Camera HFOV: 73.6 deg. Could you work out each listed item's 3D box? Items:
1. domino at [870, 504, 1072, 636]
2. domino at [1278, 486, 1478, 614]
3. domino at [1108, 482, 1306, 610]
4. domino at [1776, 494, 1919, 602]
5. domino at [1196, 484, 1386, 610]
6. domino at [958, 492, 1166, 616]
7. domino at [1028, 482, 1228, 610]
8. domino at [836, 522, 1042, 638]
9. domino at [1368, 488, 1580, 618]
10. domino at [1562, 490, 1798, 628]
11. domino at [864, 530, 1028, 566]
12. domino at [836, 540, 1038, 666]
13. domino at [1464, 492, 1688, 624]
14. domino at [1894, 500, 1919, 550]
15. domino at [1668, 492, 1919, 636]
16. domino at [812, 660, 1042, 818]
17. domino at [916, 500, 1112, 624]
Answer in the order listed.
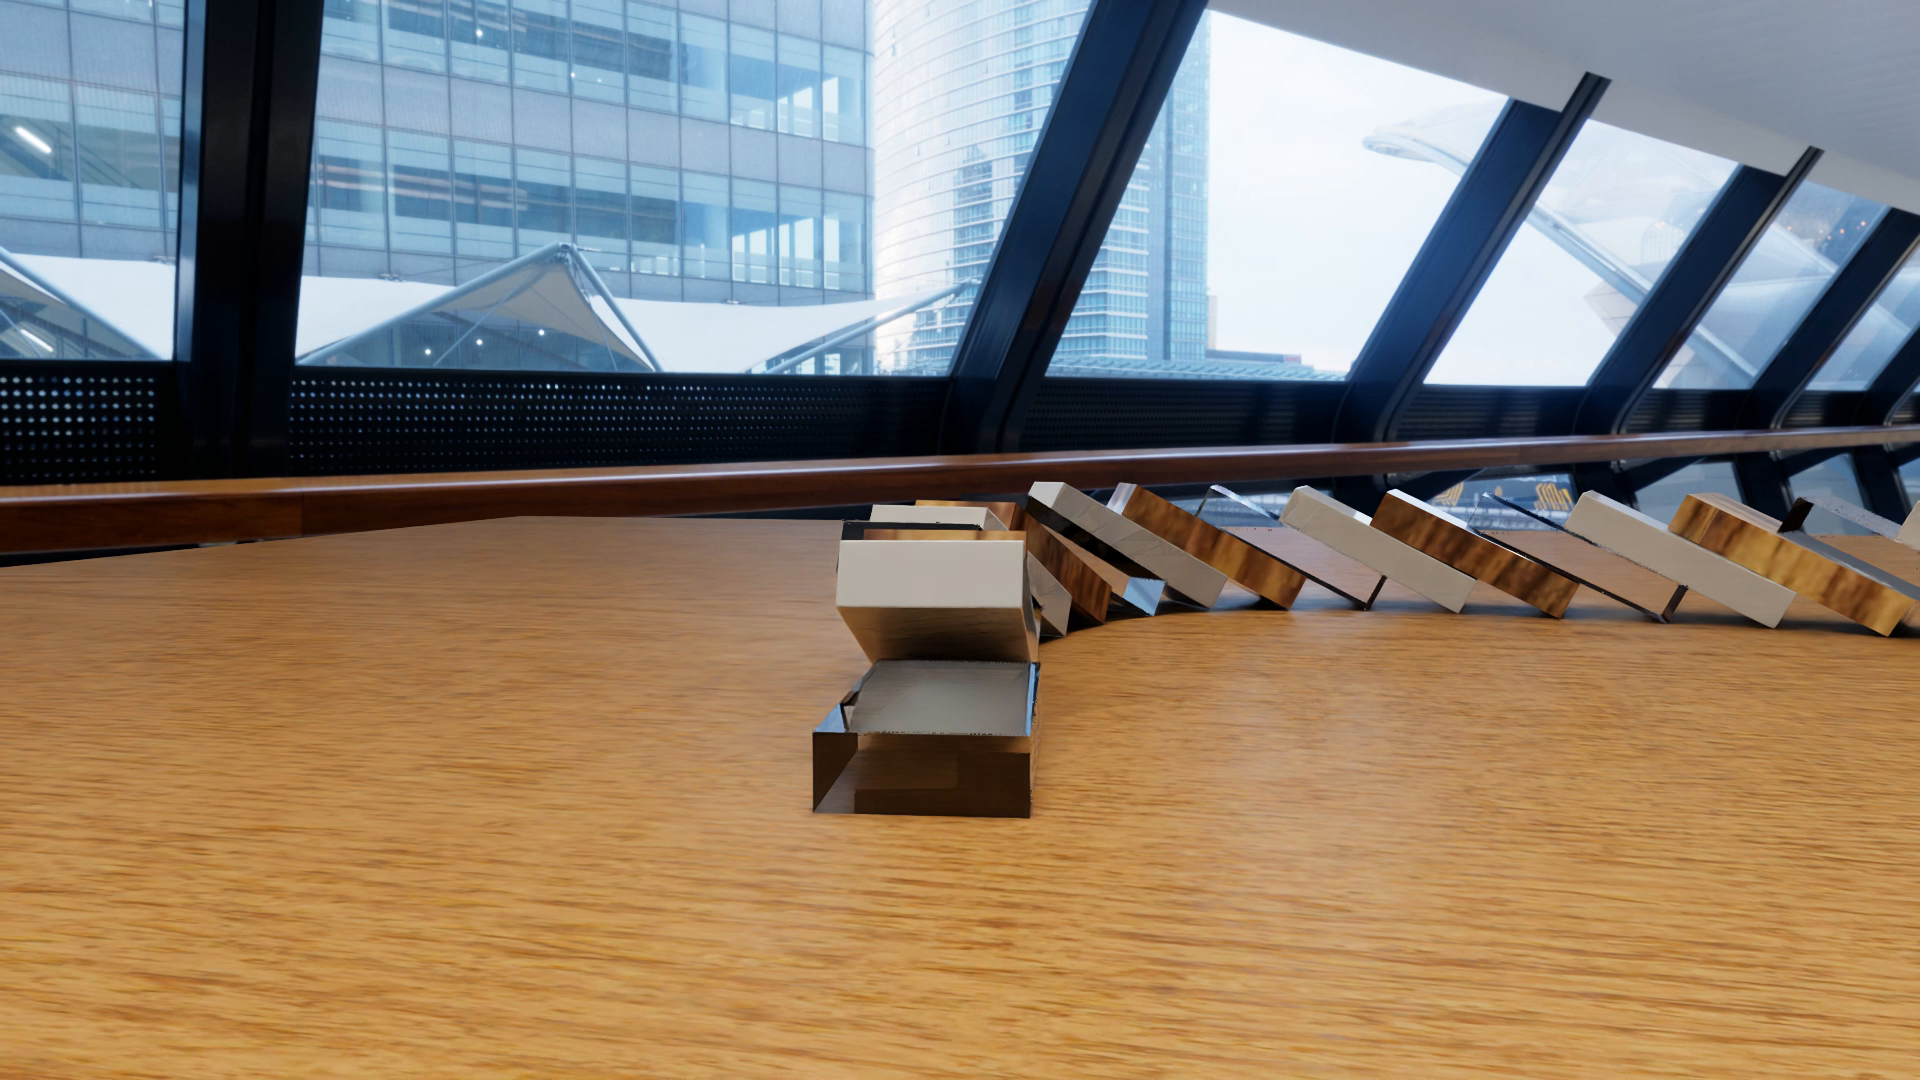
[{"bbox_3d":[0.003,0.007,0.269,0.025,0.009,0.050,2,-21,26],"label":"domino"},{"bbox_3d":[0.111,0.002,0.339,0.050,0.010,0.025,30,14,17],"label":"domino"},{"bbox_3d":[0.064,0.001,0.338,0.050,0.009,0.025,28,2,-5],"label":"domino"},{"bbox_3d":[0.216,0.006,0.289,0.025,0.009,0.050,-3,31,-41],"label":"domino"},{"bbox_3d":[0.088,0.001,0.343,0.050,0.009,0.025,29,11,12],"label":"domino"},{"bbox_3d":[0.024,0.004,0.313,0.050,0.010,0.025,30,-15,-36],"label":"domino"},{"bbox_3d":[0.042,0.001,0.331,0.050,0.010,0.025,29,-4,-13],"label":"domino"},{"bbox_3d":[-0.002,0.010,0.246,0.025,0.009,0.050,1,-19,18],"label":"domino"},{"bbox_3d":[0.132,0.003,0.330,0.050,0.009,0.025,29,15,19],"label":"domino"},{"bbox_3d":[0.176,0.004,0.314,0.050,0.010,0.025,31,19,26],"label":"domino"},{"bbox_3d":[-0.001,0.011,0.219,0.025,0.009,0.050,1,-20,4],"label":"domino"},{"bbox_3d":[-0.002,0.013,0.195,0.025,0.009,0.050,0,-20,6],"label":"domino"},{"bbox_3d":[0.154,0.003,0.322,0.050,0.010,0.025,29,15,19],"label":"domino"},{"bbox_3d":[0.231,0.007,0.273,0.025,0.009,0.050,-3,31,-38],"label":"domino"},{"bbox_3d":[0.198,0.005,0.304,0.025,0.009,0.050,-4,31,-45],"label":"domino"},{"bbox_3d":[-0.002,0.025,0.171,0.025,0.009,0.050,0,4,5],"label":"domino"},{"bbox_3d":[0.012,0.006,0.290,0.025,0.009,0.050,3,-21,33],"label":"domino"}]
